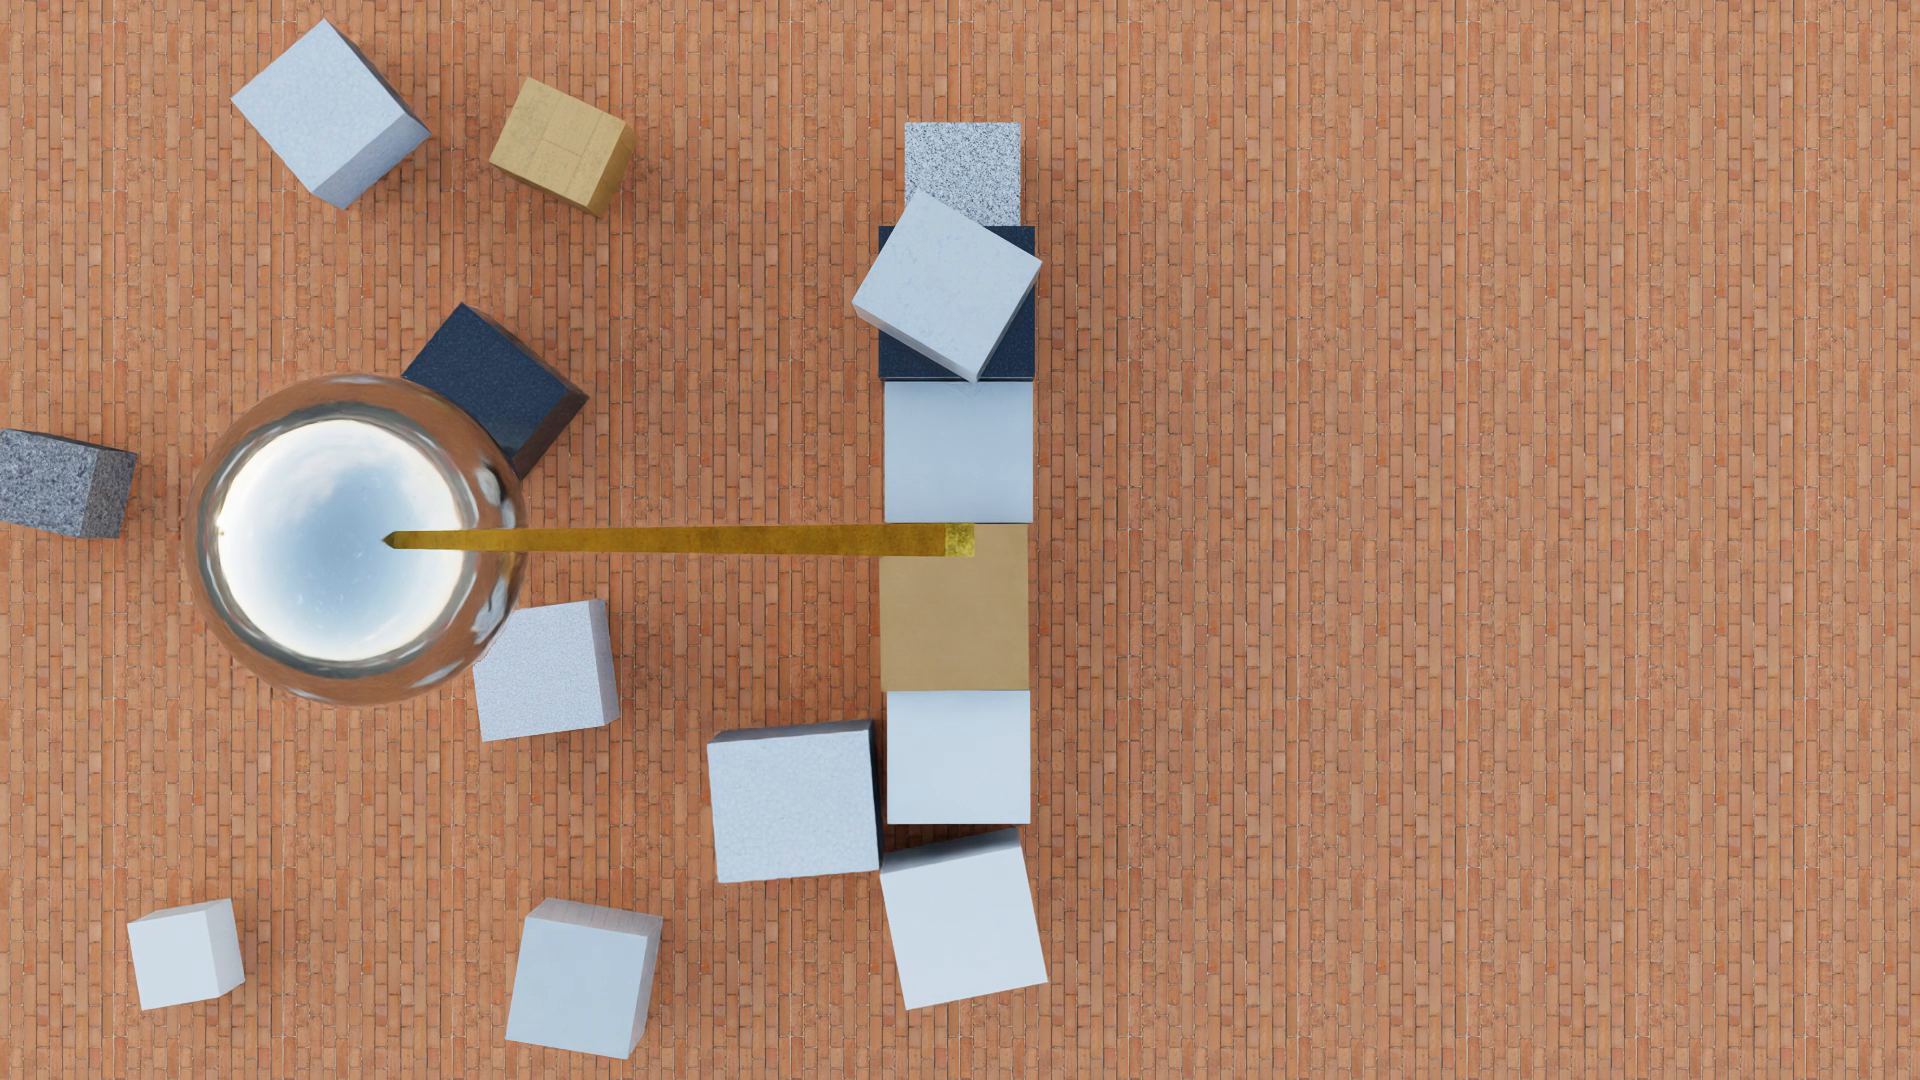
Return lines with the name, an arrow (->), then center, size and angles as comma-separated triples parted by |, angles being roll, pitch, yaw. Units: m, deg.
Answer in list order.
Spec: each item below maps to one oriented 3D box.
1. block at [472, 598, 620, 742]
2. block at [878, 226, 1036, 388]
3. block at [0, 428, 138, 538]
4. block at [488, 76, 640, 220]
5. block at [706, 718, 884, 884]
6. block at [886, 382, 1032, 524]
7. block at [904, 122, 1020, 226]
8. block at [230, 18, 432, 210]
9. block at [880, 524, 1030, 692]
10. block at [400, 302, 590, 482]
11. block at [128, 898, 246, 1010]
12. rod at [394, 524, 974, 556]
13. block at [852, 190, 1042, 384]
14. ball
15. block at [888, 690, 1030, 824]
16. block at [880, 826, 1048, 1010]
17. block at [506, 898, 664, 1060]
block -> -2.399, 0.740, 12.707 | 0.695, 0.586, 0.711 | -8, 90, 0
block -> -0.018, -1.311, 12.545 | 0.861, 0.910, 0.832 | 0, 90, 0
block -> -5.189, -0.322, 12.703 | 0.560, 0.593, 0.513 | 13, 90, 0
block -> -2.284, -2.260, 12.737 | 0.616, 0.525, 0.532 | 25, 90, 0
block -> -0.925, 1.479, 12.595 | 0.895, 0.810, 0.778 | -5, 90, 0
block -> -0.006, -0.491, 12.641 | 0.825, 0.718, 0.787 | 0, 90, 0
block -> 0.014, -2.044, 12.694 | 0.651, 0.612, 0.616 | 0, 90, 0
block -> -3.610, -2.441, 12.679 | 0.697, 0.642, 0.697 | -41, 90, 0
block -> -0.033, 0.373, 12.571 | 0.821, 0.858, 0.917 | -1, 90, 0
block -> -2.711, -0.810, 12.639 | 0.771, 0.722, 0.716 | 39, 90, 0
block -> -4.490, 2.400, 12.776 | 0.450, 0.449, 0.501 | -10, 90, 0
rod -> -1.243, 0.000, 7.530 | 0.080, 5.200, 0.080 | 0, 90, -29
block -> -0.067, -1.332, 11.715 | 0.746, 0.750, 0.676 | 30, 90, 0
ball -> -2.869, 0.000, 10.516 | 1.600, 1.600, 1.600 | 0, 90, 0
block -> -0.007, 1.210, 12.626 | 0.795, 0.749, 0.741 | 0, 90, 0
block -> 0.021, 2.145, 12.574 | 0.798, 0.853, 0.761 | -11, 90, 0
block -> -2.151, 2.513, 12.666 | 0.693, 0.668, 0.698 | 9, 90, 0
